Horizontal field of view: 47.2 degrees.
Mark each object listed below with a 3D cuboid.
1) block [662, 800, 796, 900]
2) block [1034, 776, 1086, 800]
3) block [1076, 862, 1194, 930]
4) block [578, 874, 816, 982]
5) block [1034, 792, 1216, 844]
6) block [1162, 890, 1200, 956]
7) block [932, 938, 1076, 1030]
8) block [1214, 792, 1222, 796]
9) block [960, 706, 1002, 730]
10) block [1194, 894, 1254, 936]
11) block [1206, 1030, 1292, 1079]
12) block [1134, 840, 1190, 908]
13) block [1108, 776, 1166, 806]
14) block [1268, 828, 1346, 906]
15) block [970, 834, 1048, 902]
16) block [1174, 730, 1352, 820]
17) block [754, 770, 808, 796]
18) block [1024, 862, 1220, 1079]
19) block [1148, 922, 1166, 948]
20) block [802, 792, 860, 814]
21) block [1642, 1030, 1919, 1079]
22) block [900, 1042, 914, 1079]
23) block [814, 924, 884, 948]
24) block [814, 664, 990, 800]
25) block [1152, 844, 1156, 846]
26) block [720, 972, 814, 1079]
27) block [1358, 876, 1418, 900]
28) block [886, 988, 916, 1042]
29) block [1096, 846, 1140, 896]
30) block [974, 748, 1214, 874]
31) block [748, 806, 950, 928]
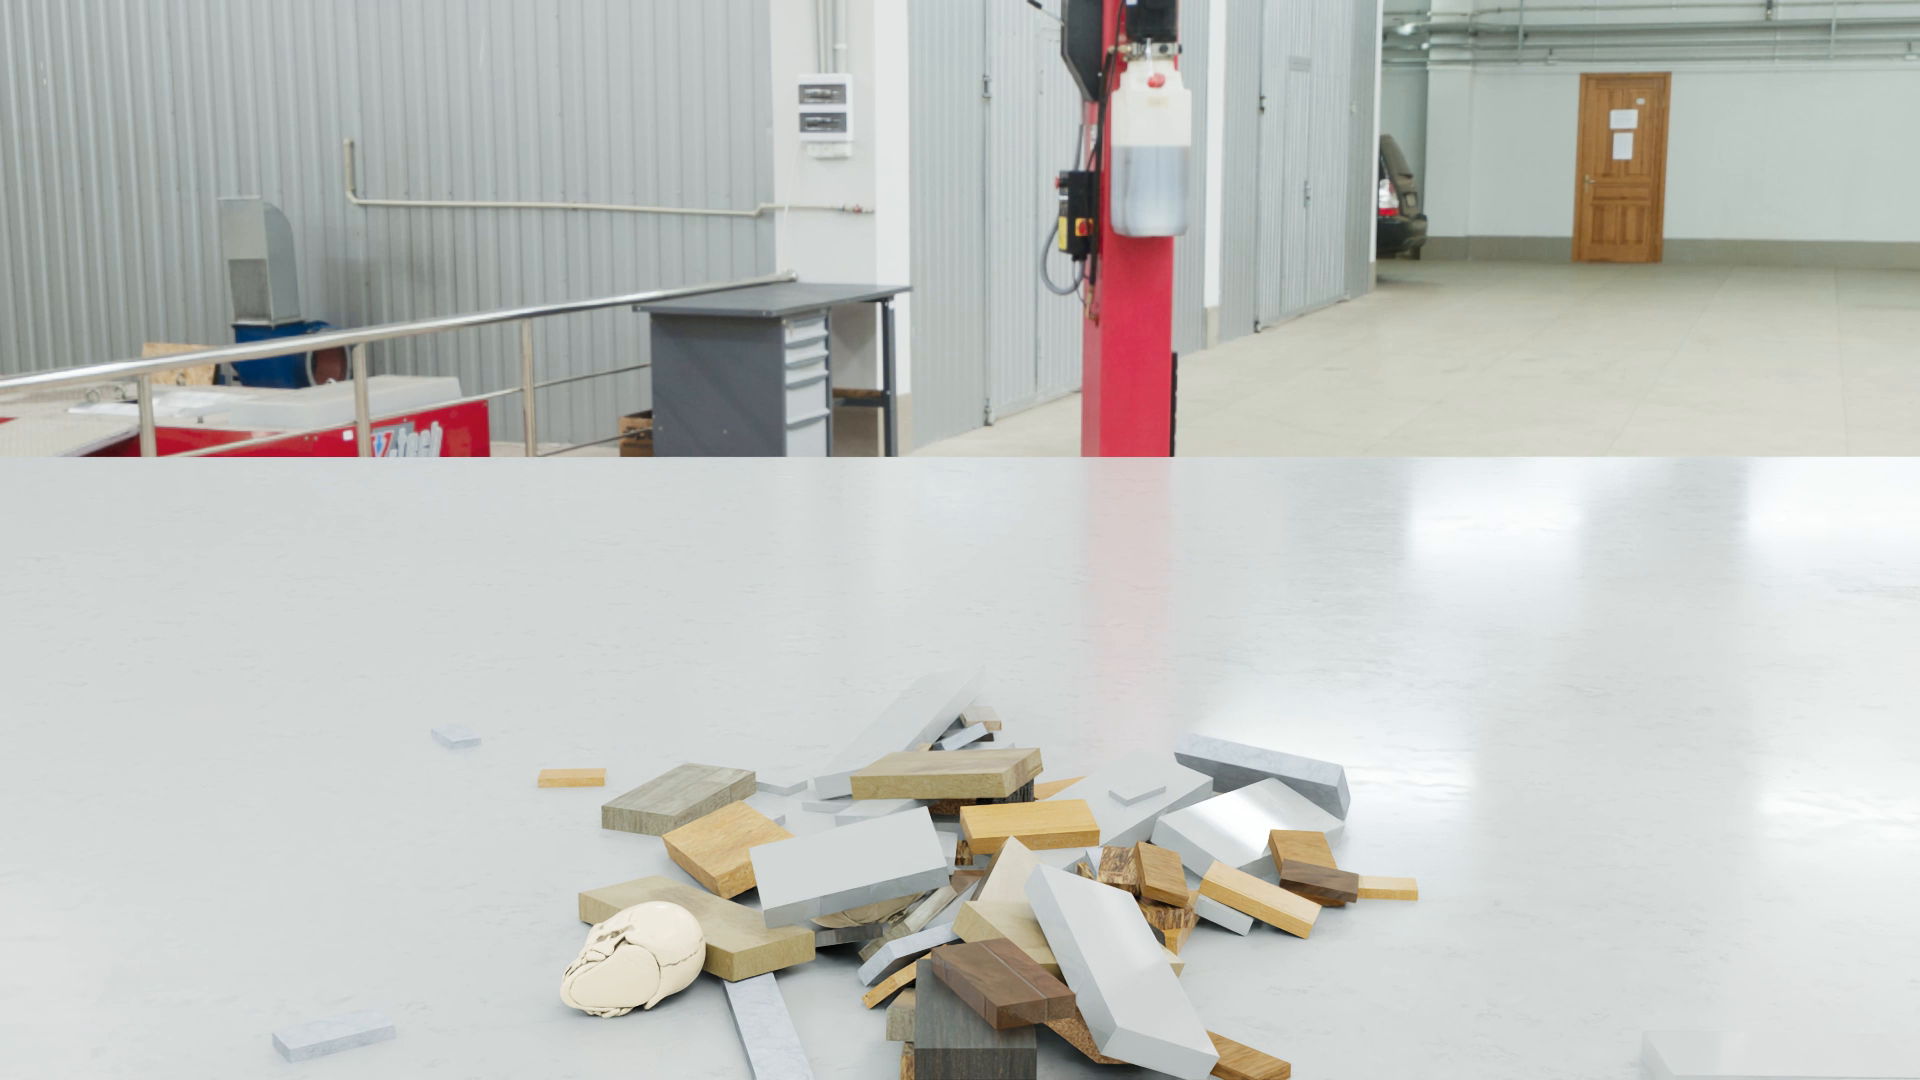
[{"bbox_3d":[-0.387,0.523,3.733,0.153,0.043,0.305,-23,15,-20],"label":"block"},{"bbox_3d":[0.223,0.482,4.169,0.209,0.030,0.104,-6,12,-28],"label":"block"},{"bbox_3d":[0.279,0.569,3.530,0.109,0.031,0.252,-3,11,-15],"label":"block"},{"bbox_3d":[-0.416,0.600,3.428,0.153,0.043,0.424,-7,10,-41],"label":"block"},{"bbox_3d":[0.315,0.509,3.974,0.335,0.047,0.167,-2,11,-9],"label":"block"},{"bbox_3d":[0.315,0.605,3.504,0.109,0.031,0.219,3,11,17],"label":"block"},{"bbox_3d":[0.053,0.564,2.810,0.107,0.030,0.214,-4,11,-22],"label":"block"},{"bbox_3d":[0.549,0.490,4.159,0.270,0.018,0.063,1,11,8],"label":"block"},{"bbox_3d":[0.041,0.374,4.619,0.070,0.020,0.341,-1,1,-3],"label":"block"},{"bbox_3d":[0.439,0.580,3.565,0.093,0.026,0.185,23,15,10],"label":"block"},{"bbox_3d":[0.283,0.690,3.077,0.072,0.020,0.402,-9,14,-41],"label":"block"},{"bbox_3d":[0.318,0.528,3.480,0.072,0.020,0.143,17,19,-7],"label":"block"},{"bbox_3d":[0.314,0.443,3.886,0.095,0.013,0.047,-15,28,-36],"label":"block"},{"bbox_3d":[0.581,0.547,3.683,0.093,0.026,0.185,4,24,-6],"label":"block"},{"bbox_3d":[0.102,0.573,3.381,0.165,0.047,0.329,39,15,1],"label":"block"},{"bbox_3d":[0.559,0.435,4.061,0.308,0.044,0.154,10,-26,22],"label":"block"},{"bbox_3d":[-0.366,0.471,4.263,0.128,0.018,0.064,7,13,34],"label":"block"},{"bbox_3d":[0.218,0.596,3.061,0.165,0.047,0.385,21,18,-23],"label":"block"},{"bbox_3d":[0.261,0.597,3.360,0.019,0.067,0.134,-31,40,-28],"label":"block"},{"bbox_3d":[-0.226,0.495,4.129,0.128,0.018,0.064,3,11,15],"label":"block"},{"bbox_3d":[1.094,0.705,2.938,0.324,0.041,0.143,0,11,2],"label":"block"},{"bbox_3d":[0.001,0.675,2.861,0.147,0.042,0.294,0,-6,1],"label":"block"},{"bbox_3d":[-0.177,0.607,3.371,0.074,0.021,0.148,-4,-11,-21],"label":"block"},{"bbox_3d":[-0.104,0.381,4.521,0.154,0.044,0.879,-12,6,14],"label":"block"},{"bbox_3d":[0.338,0.549,3.851,0.094,0.013,0.047,-10,14,-43],"label":"block"},{"bbox_3d":[-0.259,0.699,3.027,0.074,0.021,0.571,-2,11,-13],"label":"block"},{"bbox_3d":[0.698,0.580,3.671,0.126,0.018,0.063,1,11,7],"label":"block"},{"bbox_3d":[-0.014,0.649,3.009,0.147,0.042,0.294,1,-6,4],"label":"block"},{"bbox_3d":[0.257,0.528,3.513,0.067,0.019,0.134,3,17,8],"label":"block"},{"bbox_3d":[0.240,0.489,3.847,0.167,0.047,0.465,20,28,36],"label":"block"},{"bbox_3d":[-0.172,0.504,3.395,0.286,0.041,0.143,-12,35,-8],"label":"block"}]
